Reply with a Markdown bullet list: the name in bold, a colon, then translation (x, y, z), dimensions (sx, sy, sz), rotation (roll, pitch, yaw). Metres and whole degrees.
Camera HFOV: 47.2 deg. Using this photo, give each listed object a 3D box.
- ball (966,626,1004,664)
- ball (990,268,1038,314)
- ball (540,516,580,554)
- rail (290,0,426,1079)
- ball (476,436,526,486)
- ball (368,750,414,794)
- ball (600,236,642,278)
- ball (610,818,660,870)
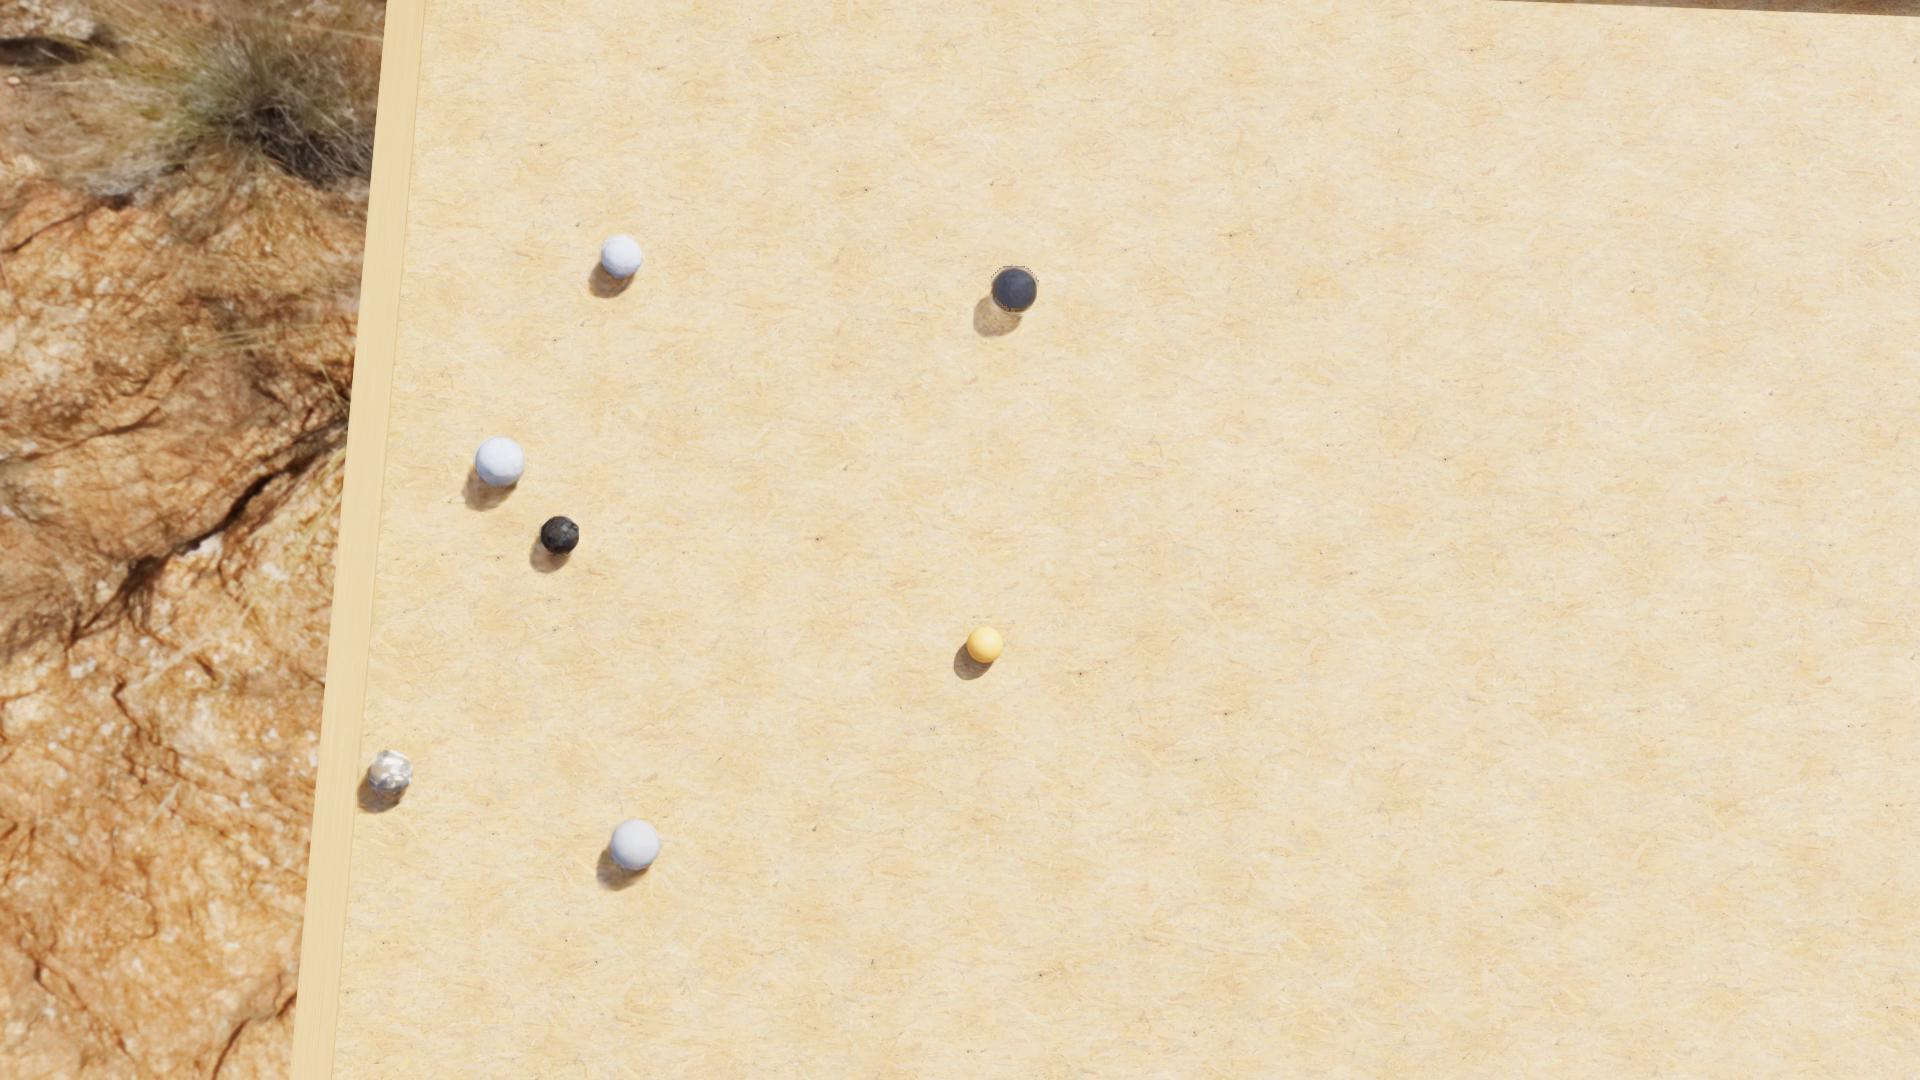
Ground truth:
- **ball**: translation (0.037, 0.155, 3.264), dimensions (0.054, 0.054, 0.054), rotation (0, 80, 0)
- **ball**: translation (0.082, -0.379, 3.348), dimensions (0.072, 0.072, 0.072), rotation (0, 80, 0)
- **ball**: translation (-0.598, -0.007, 3.290), dimensions (0.059, 0.059, 0.059), rotation (0, 80, 0)
- **rail**: translation (-0.885, -0.038, 3.275), dimensions (0.045, 0.097, 1.968), rotation (2, 80, 0)
- **ball**: translation (-0.690, -0.117, 3.301), dimensions (0.075, 0.075, 0.075), rotation (0, 80, 0)
- **ball**: translation (-0.836, 0.341, 3.226), dimensions (0.065, 0.065, 0.065), rotation (0, 80, 0)
- **ball**: translation (-0.517, -0.433, 3.362), dimensions (0.063, 0.063, 0.063), rotation (0, 80, 0)
- **ball**: translation (-0.473, 0.443, 3.204), dimensions (0.074, 0.074, 0.074), rotation (0, 80, 0)
